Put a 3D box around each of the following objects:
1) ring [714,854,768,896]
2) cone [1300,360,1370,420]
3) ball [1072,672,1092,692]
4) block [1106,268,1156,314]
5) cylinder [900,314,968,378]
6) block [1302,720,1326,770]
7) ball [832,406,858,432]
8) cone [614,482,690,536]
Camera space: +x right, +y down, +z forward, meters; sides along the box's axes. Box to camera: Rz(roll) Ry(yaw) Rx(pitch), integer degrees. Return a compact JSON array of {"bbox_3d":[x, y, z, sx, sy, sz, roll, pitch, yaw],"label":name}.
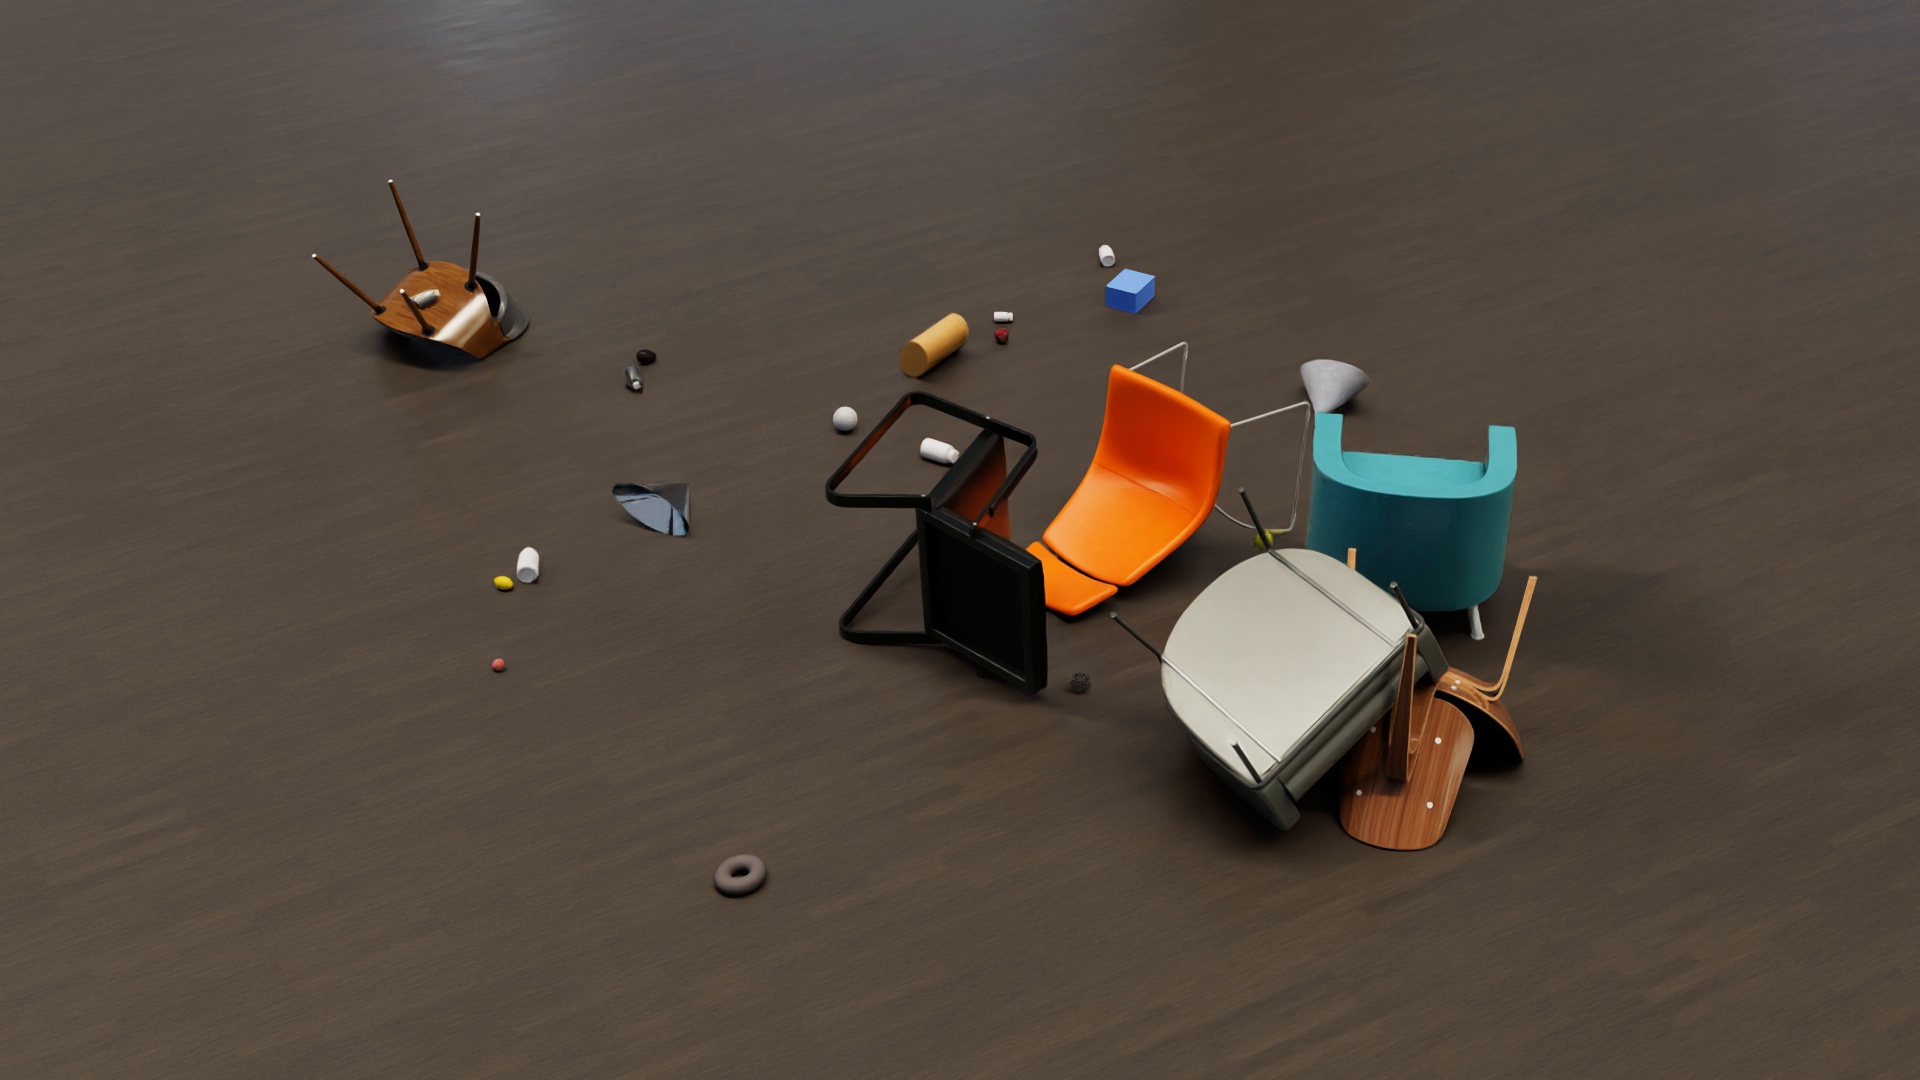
[{"bbox_3d":[-0.695,1.060,9.287,0.155,0.055,0.184,23,41,33],"label":"ring"},{"bbox_3d":[1.462,-0.563,11.694,0.331,0.244,0.212,-4,58,51],"label":"cone"},{"bbox_3d":[0.419,0.492,10.137,0.067,0.067,0.067,0,33,0],"label":"ball"},{"bbox_3d":[0.723,-1.058,12.462,0.143,0.096,0.181,17,37,24],"label":"block"},{"bbox_3d":[-0.105,-0.797,12.002,0.133,0.173,0.290,39,45,13],"label":"cylinder"},{"bbox_3d":[1.188,0.684,9.821,0.068,0.094,0.148,2,33,4],"label":"block"},{"bbox_3d":[-0.453,-0.478,11.581,0.099,0.099,0.099,0,33,0],"label":"ball"},{"bbox_3d":[-1.099,-0.167,11.122,0.333,0.134,0.347,31,25,8],"label":"cone"}]
